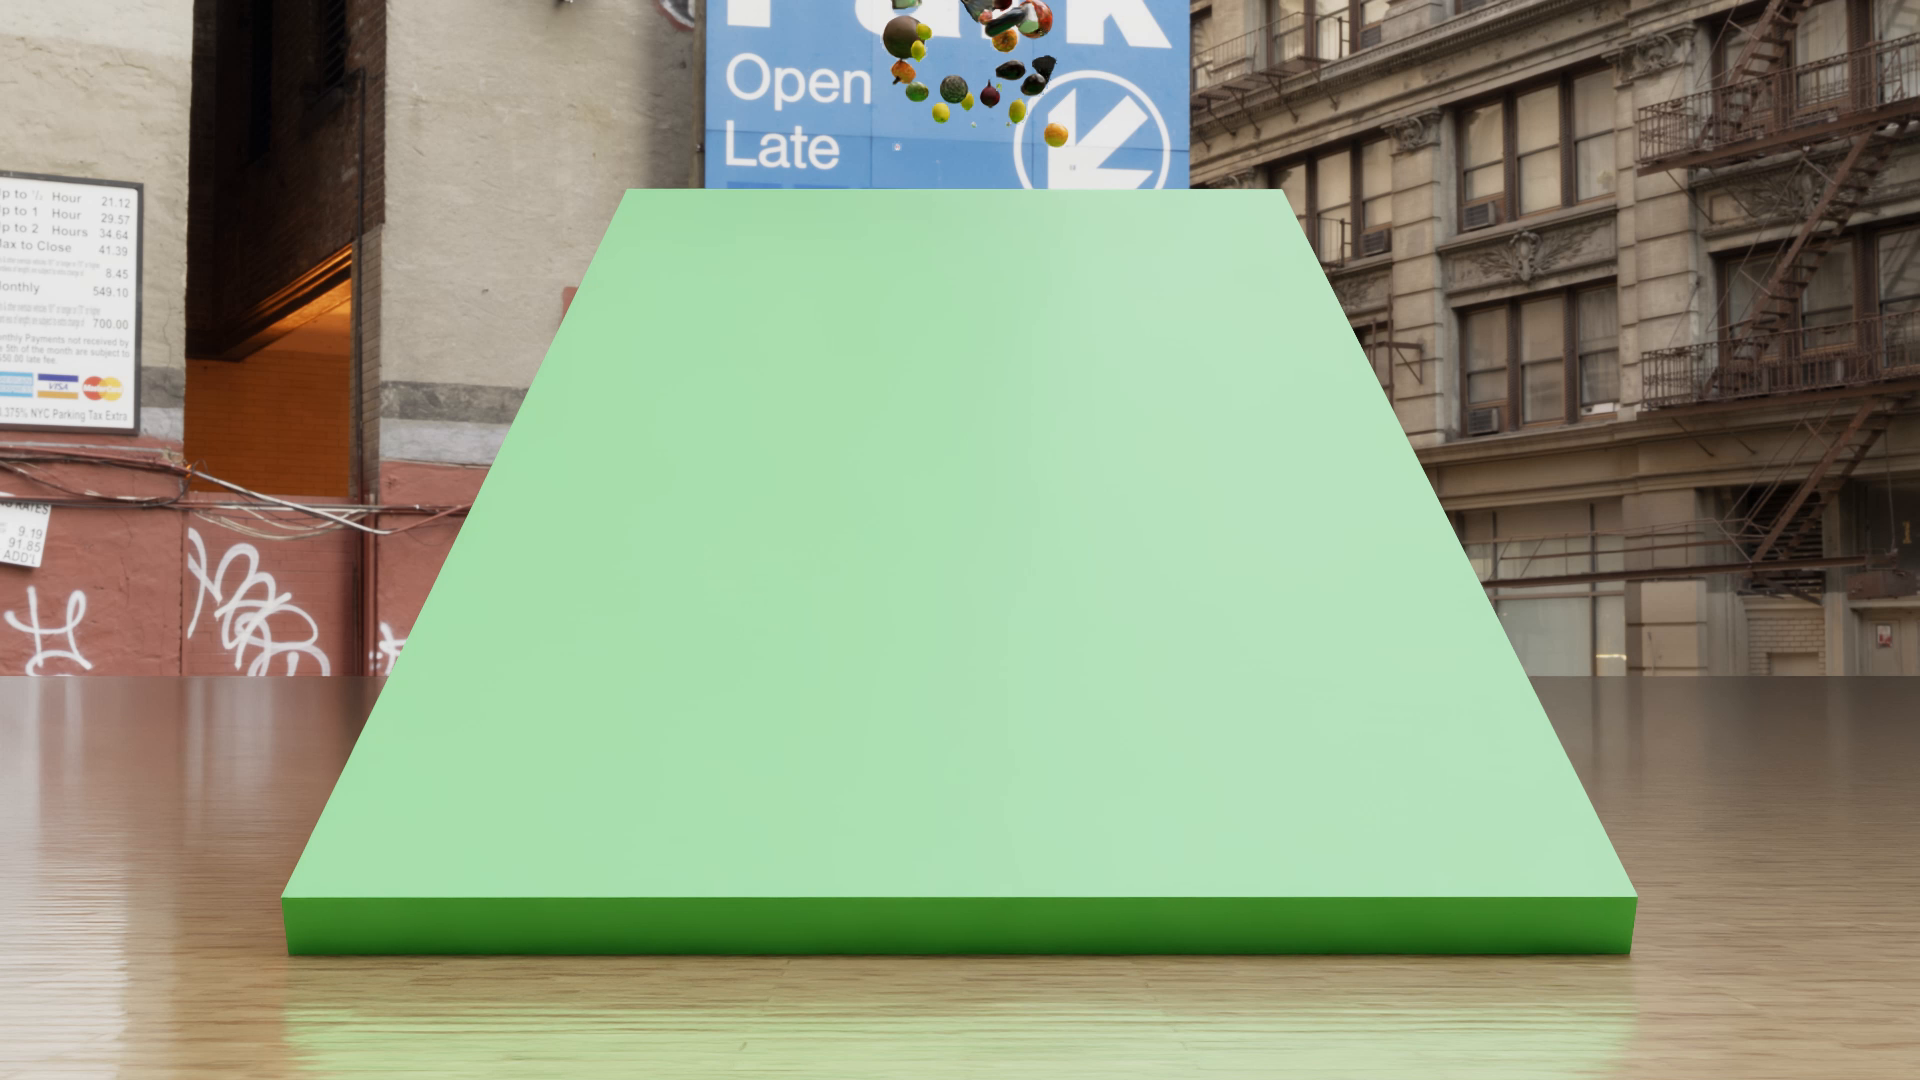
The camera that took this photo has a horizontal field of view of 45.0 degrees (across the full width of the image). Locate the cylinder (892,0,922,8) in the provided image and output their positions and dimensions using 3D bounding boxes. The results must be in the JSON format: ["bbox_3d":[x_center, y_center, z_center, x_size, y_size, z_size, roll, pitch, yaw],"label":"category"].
[{"bbox_3d":[-0.161,-1.627,6.864,0.092,0.092,0.092,-6,21,2],"label":"cylinder"}]

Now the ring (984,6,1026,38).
[{"bbox_3d":[0.129,-1.475,6.607,0.131,0.044,0.131,-29,12,7],"label":"ring"}]

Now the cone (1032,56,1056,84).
[{"bbox_3d":[0.255,-1.390,6.918,0.076,0.076,0.076,-6,-16,-2],"label":"cone"}]

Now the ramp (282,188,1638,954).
[{"bbox_3d":[-0.008,-0.227,5.272,2.000,0.100,4.000,0,24,0],"label":"ramp"}]

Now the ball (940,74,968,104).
[{"bbox_3d":[-0.018,-1.326,6.821,0.084,0.084,0.084,0,-3,0],"label":"ball"}]

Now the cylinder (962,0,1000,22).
[{"bbox_3d":[0.062,-1.626,7.018,0.087,0.087,0.087,-33,-11,11],"label":"cylinder"}]

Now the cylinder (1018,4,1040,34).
[{"bbox_3d":[0.195,-1.526,6.788,0.060,0.060,0.060,-11,-21,-4],"label":"cylinder"}]
